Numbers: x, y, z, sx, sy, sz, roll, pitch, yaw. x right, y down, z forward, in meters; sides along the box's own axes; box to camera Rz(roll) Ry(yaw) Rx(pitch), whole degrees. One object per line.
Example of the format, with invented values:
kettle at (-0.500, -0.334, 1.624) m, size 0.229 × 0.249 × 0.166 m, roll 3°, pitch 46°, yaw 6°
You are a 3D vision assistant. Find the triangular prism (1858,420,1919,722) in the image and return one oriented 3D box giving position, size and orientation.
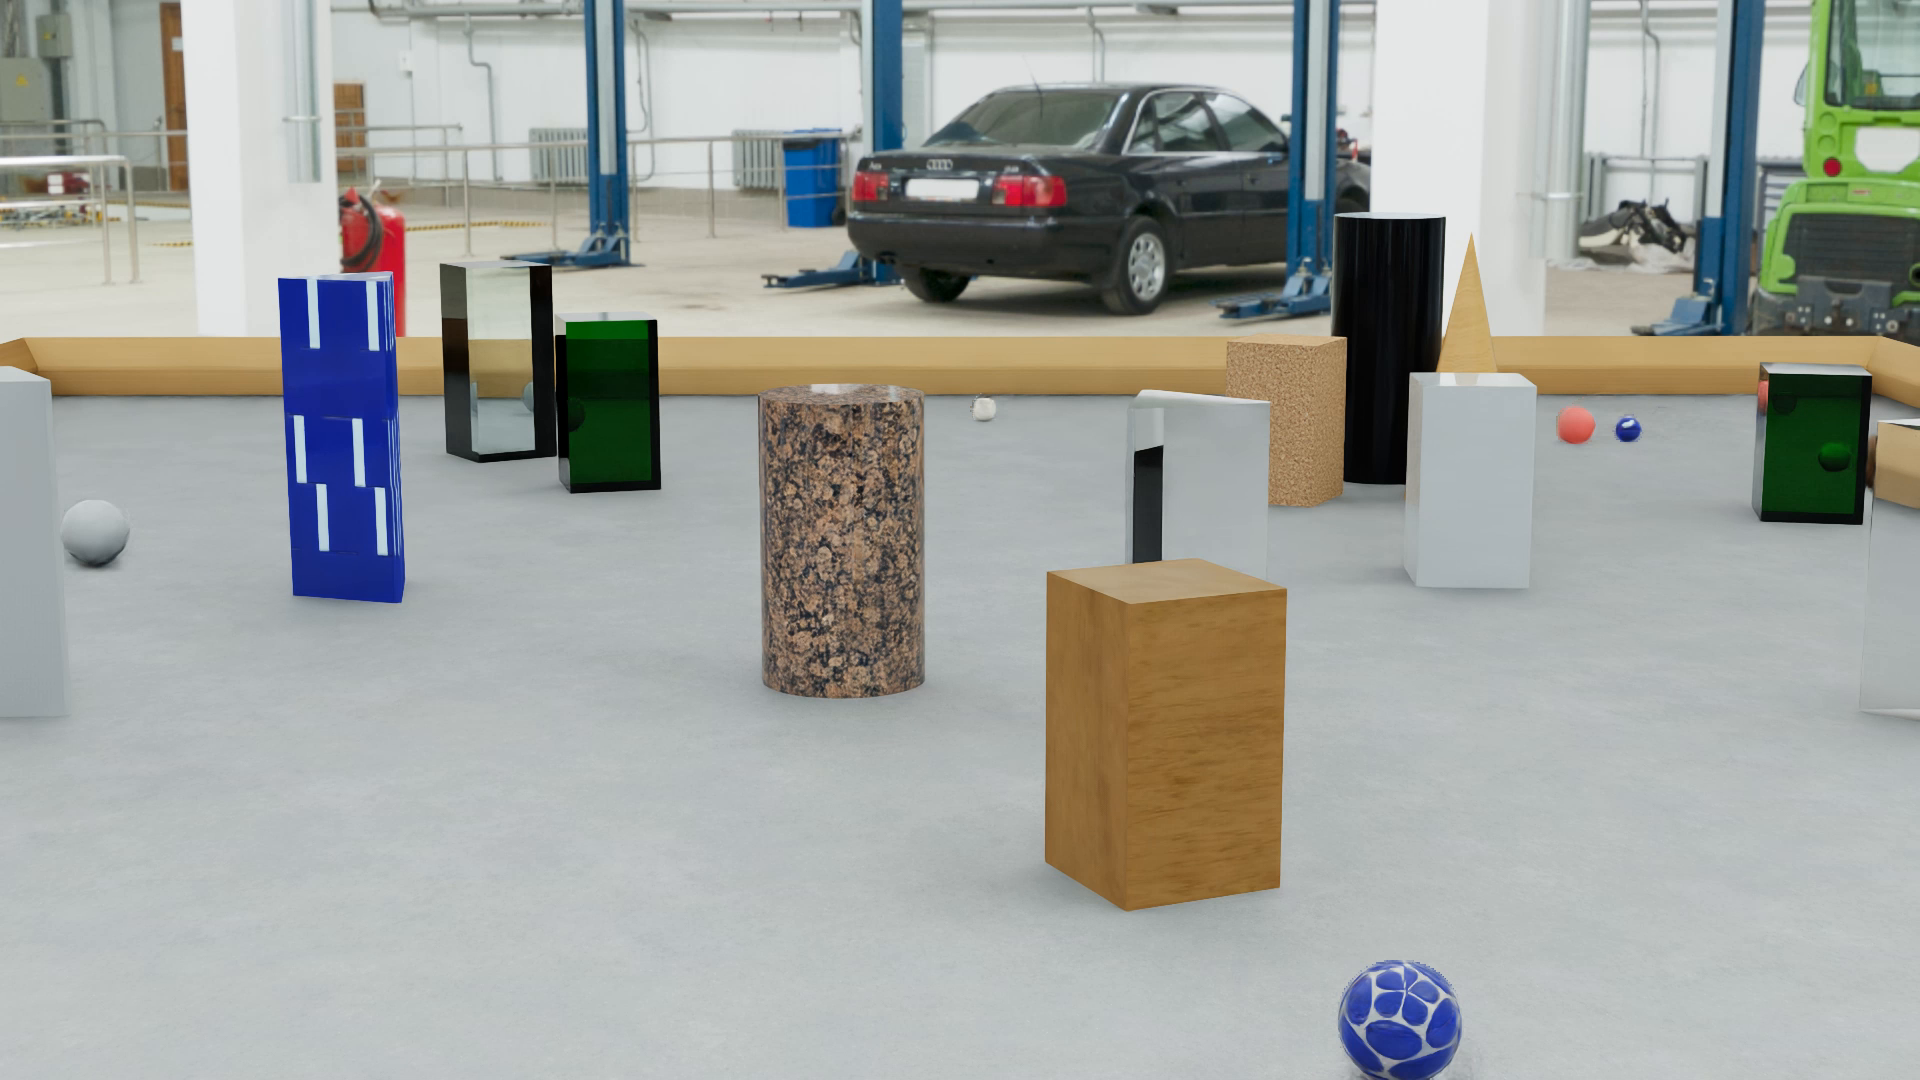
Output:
triangular prism at (1.139, 0.032, 2.895) m, size 0.147 × 0.333 × 0.170 m, roll -10°, pitch 15°, yaw -44°

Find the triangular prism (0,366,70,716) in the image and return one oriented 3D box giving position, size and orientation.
triangular prism at (-1.101, -0.001, 2.942) m, size 0.170 × 0.381 × 0.147 m, roll -1°, pitch 11°, yaw -4°

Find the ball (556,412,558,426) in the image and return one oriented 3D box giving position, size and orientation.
ball at (-0.801, -0.263, 5.197) m, size 0.073 × 0.073 × 0.073 m, roll 0°, pitch 11°, yaw 0°

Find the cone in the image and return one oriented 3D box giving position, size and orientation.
cone at (0.853, -0.293, 4.319) m, size 0.196 × 0.454 × 0.196 m, roll 0°, pitch 11°, yaw 0°

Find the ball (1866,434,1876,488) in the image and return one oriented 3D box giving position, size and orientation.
ball at (1.595, -0.135, 4.444) m, size 0.097 × 0.097 × 0.097 m, roll 0°, pitch 11°, yaw 0°

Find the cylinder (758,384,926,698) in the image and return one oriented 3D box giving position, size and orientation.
cylinder at (-0.139, -0.003, 3.050) m, size 0.196 × 0.345 × 0.196 m, roll 0°, pitch 11°, yaw 0°

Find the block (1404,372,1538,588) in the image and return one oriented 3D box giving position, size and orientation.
block at (0.727, -0.088, 3.670) m, size 0.157 × 0.286 × 0.157 m, roll 1°, pitch 11°, yaw 3°

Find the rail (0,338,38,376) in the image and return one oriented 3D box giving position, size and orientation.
rail at (-2.048, 0.035, 3.437) m, size 0.045 × 0.127 × 4.640 m, roll 0°, pitch 11°, yaw 0°

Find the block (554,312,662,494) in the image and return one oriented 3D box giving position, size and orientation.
block at (-0.616, -0.243, 4.479) m, size 0.157 × 0.296 × 0.157 m, roll -3°, pitch 11°, yaw -16°

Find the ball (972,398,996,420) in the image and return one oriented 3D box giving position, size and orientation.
ball at (0.051, -0.271, 5.308) m, size 0.049 × 0.049 × 0.049 m, roll 0°, pitch 11°, yaw 0°

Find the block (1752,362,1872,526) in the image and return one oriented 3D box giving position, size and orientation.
block at (1.385, -0.159, 4.179) m, size 0.157 × 0.241 × 0.157 m, roll 2°, pitch 11°, yaw 11°

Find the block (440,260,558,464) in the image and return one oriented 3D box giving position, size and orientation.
block at (-0.867, -0.338, 4.819) m, size 0.157 × 0.359 × 0.157 m, roll -7°, pitch 13°, yaw -33°

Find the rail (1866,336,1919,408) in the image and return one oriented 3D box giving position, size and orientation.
rail at (2.048, 0.031, 3.461) m, size 0.045 × 0.127 × 4.640 m, roll 0°, pitch 11°, yaw 0°

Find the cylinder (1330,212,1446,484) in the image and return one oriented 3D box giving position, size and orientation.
cylinder at (0.756, -0.343, 4.558) m, size 0.196 × 0.464 × 0.196 m, roll 0°, pitch 11°, yaw 0°

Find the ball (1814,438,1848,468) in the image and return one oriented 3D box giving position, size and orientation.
ball at (1.589, -0.158, 4.679) m, size 0.056 × 0.056 × 0.056 m, roll 0°, pitch 11°, yaw 0°

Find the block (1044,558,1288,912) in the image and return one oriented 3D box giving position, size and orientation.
block at (0.183, 0.170, 2.312) m, size 0.157 × 0.274 × 0.157 m, roll -5°, pitch 12°, yaw -24°

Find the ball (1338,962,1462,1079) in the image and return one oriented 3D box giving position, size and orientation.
ball at (0.318, 0.349, 1.854) m, size 0.089 × 0.089 × 0.089 m, roll 0°, pitch 11°, yaw 0°

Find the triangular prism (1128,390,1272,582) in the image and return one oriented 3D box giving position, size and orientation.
triangular prism at (0.238, 0.018, 2.897) m, size 0.170 × 0.360 × 0.147 m, roll -4°, pitch 11°, yaw -20°

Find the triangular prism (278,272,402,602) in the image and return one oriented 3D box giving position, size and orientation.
triangular prism at (-0.825, -0.148, 3.571) m, size 0.170 × 0.440 × 0.147 m, roll 4°, pitch 11°, yaw 19°

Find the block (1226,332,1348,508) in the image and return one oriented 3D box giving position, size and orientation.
block at (0.552, -0.206, 4.352) m, size 0.157 × 0.270 × 0.157 m, roll 5°, pitch 12°, yaw 27°

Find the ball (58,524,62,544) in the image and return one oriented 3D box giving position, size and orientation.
ball at (-1.391, -0.010, 3.912) m, size 0.044 × 0.044 × 0.044 m, roll 0°, pitch 11°, yaw 0°

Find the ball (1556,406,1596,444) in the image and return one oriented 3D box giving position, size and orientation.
ball at (1.196, -0.222, 4.981) m, size 0.072 × 0.072 × 0.072 m, roll 0°, pitch 11°, yaw 0°

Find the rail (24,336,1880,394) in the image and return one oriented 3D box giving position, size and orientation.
rail at (-0.013, -0.386, 5.707) m, size 4.143 × 0.127 × 0.045 m, roll 0°, pitch 11°, yaw 0°

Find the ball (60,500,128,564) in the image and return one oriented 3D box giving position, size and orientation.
ball at (-1.276, -0.012, 3.784) m, size 0.096 × 0.096 × 0.096 m, roll 0°, pitch 11°, yaw 0°

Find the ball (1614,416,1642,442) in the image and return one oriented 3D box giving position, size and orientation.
ball at (1.304, -0.216, 5.007) m, size 0.050 × 0.050 × 0.050 m, roll 0°, pitch 11°, yaw 0°
